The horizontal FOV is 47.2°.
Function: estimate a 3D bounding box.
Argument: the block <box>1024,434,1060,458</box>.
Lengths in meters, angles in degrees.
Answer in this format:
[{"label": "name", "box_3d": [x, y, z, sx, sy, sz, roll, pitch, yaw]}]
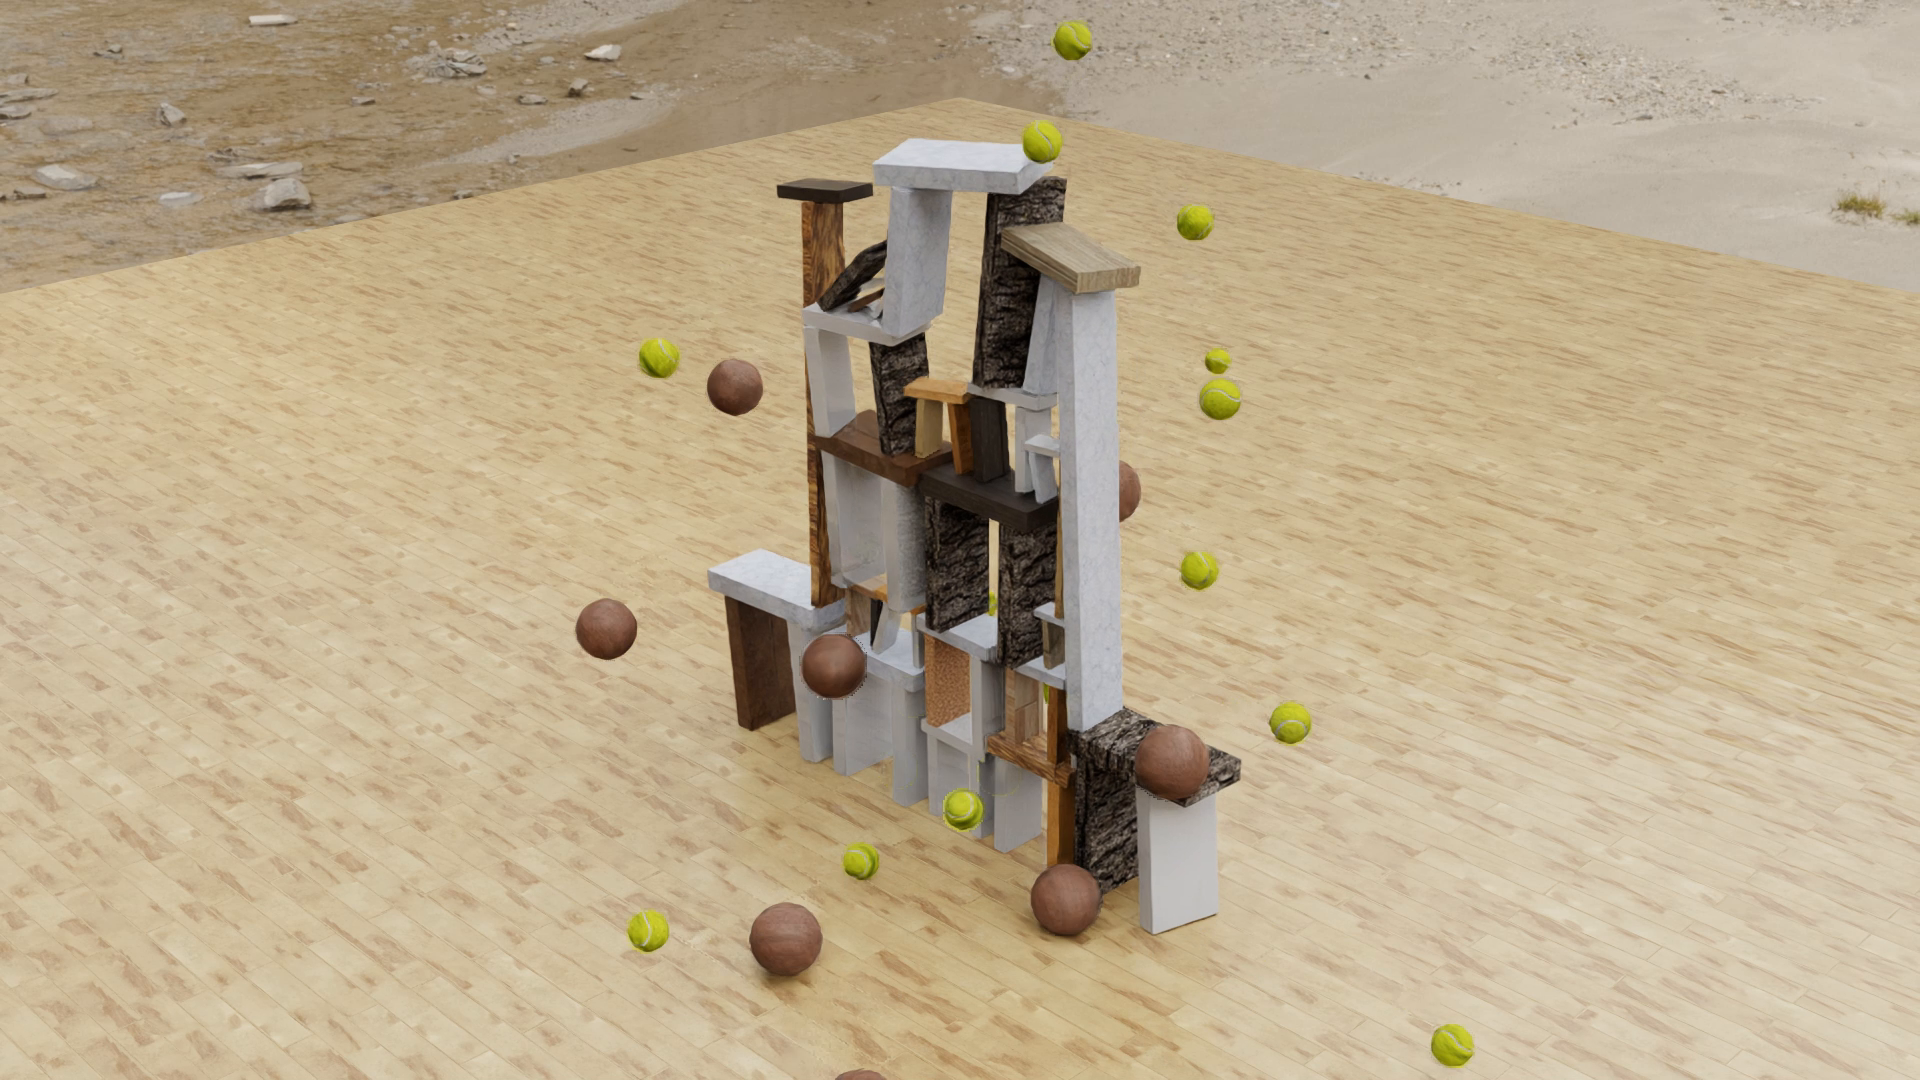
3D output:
[{"label": "block", "box_3d": [0.167, -0.167, 3.963, 0.095, 0.014, 0.048, 16, 31, 34]}]

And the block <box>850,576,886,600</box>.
[{"label": "block", "box_3d": [-0.184, 0.088, 4.443, 0.057, 0.016, 0.114, -22, 31, -36]}]

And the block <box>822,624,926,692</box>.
[{"label": "block", "box_3d": [-0.139, 0.229, 4.478, 0.135, 0.038, 0.271, -21, 31, -40]}]

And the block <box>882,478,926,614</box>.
[{"label": "block", "box_3d": [-0.080, -0.009, 4.266, 0.139, 0.279, 0.040, -24, 33, -37]}]

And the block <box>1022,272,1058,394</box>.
[{"label": "block", "box_3d": [0.187, -0.395, 3.985, 0.036, 0.255, 0.127, 22, 21, 38]}]

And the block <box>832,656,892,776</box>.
[{"label": "block", "box_3d": [-0.203, 0.347, 4.597, 0.135, 0.271, 0.038, -21, 31, -41]}]

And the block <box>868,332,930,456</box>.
[{"label": "block", "box_3d": [-0.108, -0.282, 4.161, 0.112, 0.224, 0.032, -24, 29, -36]}]

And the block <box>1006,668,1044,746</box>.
[{"label": "block", "box_3d": [0.124, 0.306, 4.220, 0.023, 0.162, 0.081, 21, 31, 40]}]

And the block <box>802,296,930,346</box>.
[{"label": "block", "box_3d": [-0.178, -0.418, 4.155, 0.224, 0.032, 0.112, 17, 33, 36]}]

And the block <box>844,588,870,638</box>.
[{"label": "block", "box_3d": [-0.207, 0.138, 4.498, 0.057, 0.114, 0.016, -20, 29, -39]}]

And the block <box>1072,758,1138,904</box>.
[{"label": "block", "box_3d": [0.282, 0.523, 4.148, 0.148, 0.297, 0.042, -21, 31, -41]}]

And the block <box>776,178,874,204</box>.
[{"label": "block", "box_3d": [-0.261, -0.673, 4.231, 0.176, 0.025, 0.088, 13, 25, 41]}]

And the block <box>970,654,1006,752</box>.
[{"label": "block", "box_3d": [0.069, 0.301, 4.261, 0.101, 0.203, 0.029, -22, 32, -38]}]

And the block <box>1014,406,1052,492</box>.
[{"label": "block", "box_3d": [0.134, -0.170, 4.022, 0.022, 0.157, 0.078, 12, 18, 39]}]

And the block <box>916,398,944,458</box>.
[{"label": "block", "box_3d": [-0.057, -0.220, 4.146, 0.017, 0.122, 0.061, 20, 33, 31]}]

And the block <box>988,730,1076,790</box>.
[{"label": "block", "box_3d": [0.164, 0.410, 4.220, 0.209, 0.030, 0.104, 21, 31, 41]}]

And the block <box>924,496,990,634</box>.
[{"label": "block", "box_3d": [-0.005, 0.028, 4.216, 0.039, 0.275, 0.137, 21, 31, 39]}]

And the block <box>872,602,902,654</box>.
[{"label": "block", "box_3d": [-0.141, 0.165, 4.420, 0.018, 0.124, 0.062, 28, 33, 21]}]

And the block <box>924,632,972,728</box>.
[{"label": "block", "box_3d": [-0.022, 0.261, 4.354, 0.101, 0.203, 0.029, -22, 32, -38]}]

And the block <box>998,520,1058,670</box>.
[{"label": "block", "box_3d": [0.132, 0.085, 4.105, 0.039, 0.289, 0.137, 22, 32, 40]}]

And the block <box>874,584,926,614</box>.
[{"label": "block", "box_3d": [-0.103, 0.113, 4.356, 0.124, 0.018, 0.062, 22, 35, 40]}]

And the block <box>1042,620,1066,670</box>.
[{"label": "block", "box_3d": [0.175, 0.189, 4.106, 0.014, 0.095, 0.048, 13, 26, 39]}]

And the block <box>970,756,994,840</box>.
[{"label": "block", "box_3d": [0.062, 0.494, 4.362, 0.090, 0.181, 0.026, -23, 31, -39]}]

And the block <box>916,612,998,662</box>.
[{"label": "block", "box_3d": [0.020, 0.175, 4.261, 0.101, 0.029, 0.203, -22, 31, -38]}]

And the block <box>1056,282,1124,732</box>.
[{"label": "block", "box_3d": [0.236, -0.064, 3.962, 0.036, 0.846, 0.127, 13, 25, 37]}]

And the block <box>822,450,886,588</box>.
[{"label": "block", "box_3d": [-0.199, -0.060, 4.399, 0.140, 0.290, 0.040, -21, 30, -34]}]

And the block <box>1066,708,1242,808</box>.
[{"label": "block", "box_3d": [0.351, 0.393, 4.016, 0.149, 0.042, 0.297, -20, 29, -39]}]

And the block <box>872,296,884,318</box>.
[{"label": "block", "box_3d": [-0.125, -0.452, 4.087, 0.014, 0.096, 0.048, 48, 44, 9]}]

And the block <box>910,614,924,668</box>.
[{"label": "block", "box_3d": [-0.067, 0.188, 4.363, 0.062, 0.124, 0.018, -24, 33, -38]}]

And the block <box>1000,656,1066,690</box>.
[{"label": "block", "box_3d": [0.161, 0.236, 4.149, 0.162, 0.023, 0.081, 20, 31, 39]}]

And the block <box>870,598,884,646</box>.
[{"label": "block", "box_3d": [-0.159, 0.156, 4.451, 0.016, 0.114, 0.057, 17, 30, 27]}]

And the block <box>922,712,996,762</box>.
[{"label": "block", "box_3d": [0.018, 0.382, 4.360, 0.090, 0.026, 0.181, -22, 32, -38]}]

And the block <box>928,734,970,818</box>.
[{"label": "block", "box_3d": [-0.022, 0.461, 4.441, 0.090, 0.181, 0.026, -21, 30, -39]}]

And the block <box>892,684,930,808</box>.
[{"label": "block", "box_3d": [-0.075, 0.397, 4.479, 0.135, 0.271, 0.038, -21, 31, -41]}]

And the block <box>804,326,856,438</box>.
[{"label": "block", "box_3d": [-0.252, -0.324, 4.265, 0.032, 0.224, 0.112, 7, 27, 24]}]

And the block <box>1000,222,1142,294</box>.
[{"label": "block", "box_3d": [0.191, -0.494, 3.833, 0.127, 0.036, 0.255, -10, 29, -28]}]

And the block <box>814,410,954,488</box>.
[{"label": "block", "box_3d": [-0.140, -0.180, 4.260, 0.139, 0.040, 0.279, -23, 32, -35]}]

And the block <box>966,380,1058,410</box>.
[{"label": "block", "box_3d": [0.098, -0.271, 4.029, 0.157, 0.022, 0.078, 17, 21, 32]}]

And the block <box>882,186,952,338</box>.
[{"label": "block", "box_3d": [-0.077, -0.524, 4.006, 0.040, 0.283, 0.142, 23, 36, 26]}]

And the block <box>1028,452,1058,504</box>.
[{"label": "block", "box_3d": [0.152, -0.119, 3.992, 0.014, 0.095, 0.048, 7, 25, 41]}]

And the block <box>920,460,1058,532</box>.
[{"label": "block", "box_3d": [0.069, -0.089, 4.093, 0.274, 0.039, 0.137, 21, 31, 40]}]

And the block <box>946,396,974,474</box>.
[{"label": "block", "box_3d": [0.011, -0.199, 4.118, 0.017, 0.140, 0.061, 12, 27, 43]}]

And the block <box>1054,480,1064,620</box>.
[{"label": "block", "box_3d": [0.197, -0.006, 4.006, 0.014, 0.314, 0.048, 19, 30, 36]}]

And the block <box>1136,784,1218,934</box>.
[{"label": "block", "box_3d": [0.401, 0.565, 4.046, 0.148, 0.297, 0.042, -13, 20, -27]}]

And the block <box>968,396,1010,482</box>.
[{"label": "block", "box_3d": [0.055, -0.194, 4.084, 0.022, 0.157, 0.078, 11, 23, 39]}]

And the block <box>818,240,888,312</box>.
[{"label": "block", "box_3d": [-0.191, -0.497, 4.120, 0.088, 0.175, 0.025, -31, 82, -43]}]

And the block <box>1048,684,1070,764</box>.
[{"label": "block", "box_3d": [0.201, 0.336, 4.150, 0.023, 0.162, 0.081, 21, 32, 40]}]

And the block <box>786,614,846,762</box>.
[{"label": "block", "box_3d": [-0.277, 0.297, 4.656, 0.156, 0.312, 0.044, -21, 25, -41]}]

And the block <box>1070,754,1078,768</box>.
[{"label": "block", "box_3d": [0.225, 0.291, 4.103, 0.014, 0.280, 0.048, 17, 28, 41]}]

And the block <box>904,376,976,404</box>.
[{"label": "block", "box_3d": [-0.036, -0.279, 4.106, 0.122, 0.017, 0.061, 10, 27, 25]}]

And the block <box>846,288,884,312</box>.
[{"label": "block", "box_3d": [-0.166, -0.453, 4.121, 0.048, 0.014, 0.096, -29, 7, -40]}]

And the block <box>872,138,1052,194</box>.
[{"label": "block", "box_3d": [0.005, -0.663, 3.895, 0.283, 0.040, 0.142, 8, 31, 26]}]

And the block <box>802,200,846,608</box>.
[{"label": "block", "box_3d": [-0.266, -0.264, 4.382, 0.025, 0.844, 0.088, 20, 30, 39]}]

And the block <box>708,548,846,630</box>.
[{"label": "block", "box_3d": [-0.370, 0.101, 4.659, 0.312, 0.044, 0.156, 19, 30, 38]}]

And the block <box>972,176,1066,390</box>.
[{"label": "block", "box_3d": [0.106, -0.466, 3.978, 0.142, 0.379, 0.040, -6, 20, -32]}]

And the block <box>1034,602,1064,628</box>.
[{"label": "block", "box_3d": [0.188, 0.141, 4.079, 0.095, 0.014, 0.048, 20, 30, 38]}]

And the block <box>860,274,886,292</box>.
[{"label": "block", "box_3d": [-0.136, -0.484, 4.078, 0.096, 0.014, 0.048, -15, 12, 39]}]

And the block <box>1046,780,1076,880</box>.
[{"label": "block", "box_3d": [0.213, 0.539, 4.222, 0.030, 0.209, 0.104, 22, 32, 40]}]

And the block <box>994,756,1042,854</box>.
[{"label": "block", "box_3d": [0.115, 0.500, 4.313, 0.030, 0.209, 0.104, 22, 32, 40]}]

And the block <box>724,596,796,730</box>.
[{"label": "block", "box_3d": [-0.424, 0.240, 4.791, 0.156, 0.312, 0.044, -21, 25, -41]}]
